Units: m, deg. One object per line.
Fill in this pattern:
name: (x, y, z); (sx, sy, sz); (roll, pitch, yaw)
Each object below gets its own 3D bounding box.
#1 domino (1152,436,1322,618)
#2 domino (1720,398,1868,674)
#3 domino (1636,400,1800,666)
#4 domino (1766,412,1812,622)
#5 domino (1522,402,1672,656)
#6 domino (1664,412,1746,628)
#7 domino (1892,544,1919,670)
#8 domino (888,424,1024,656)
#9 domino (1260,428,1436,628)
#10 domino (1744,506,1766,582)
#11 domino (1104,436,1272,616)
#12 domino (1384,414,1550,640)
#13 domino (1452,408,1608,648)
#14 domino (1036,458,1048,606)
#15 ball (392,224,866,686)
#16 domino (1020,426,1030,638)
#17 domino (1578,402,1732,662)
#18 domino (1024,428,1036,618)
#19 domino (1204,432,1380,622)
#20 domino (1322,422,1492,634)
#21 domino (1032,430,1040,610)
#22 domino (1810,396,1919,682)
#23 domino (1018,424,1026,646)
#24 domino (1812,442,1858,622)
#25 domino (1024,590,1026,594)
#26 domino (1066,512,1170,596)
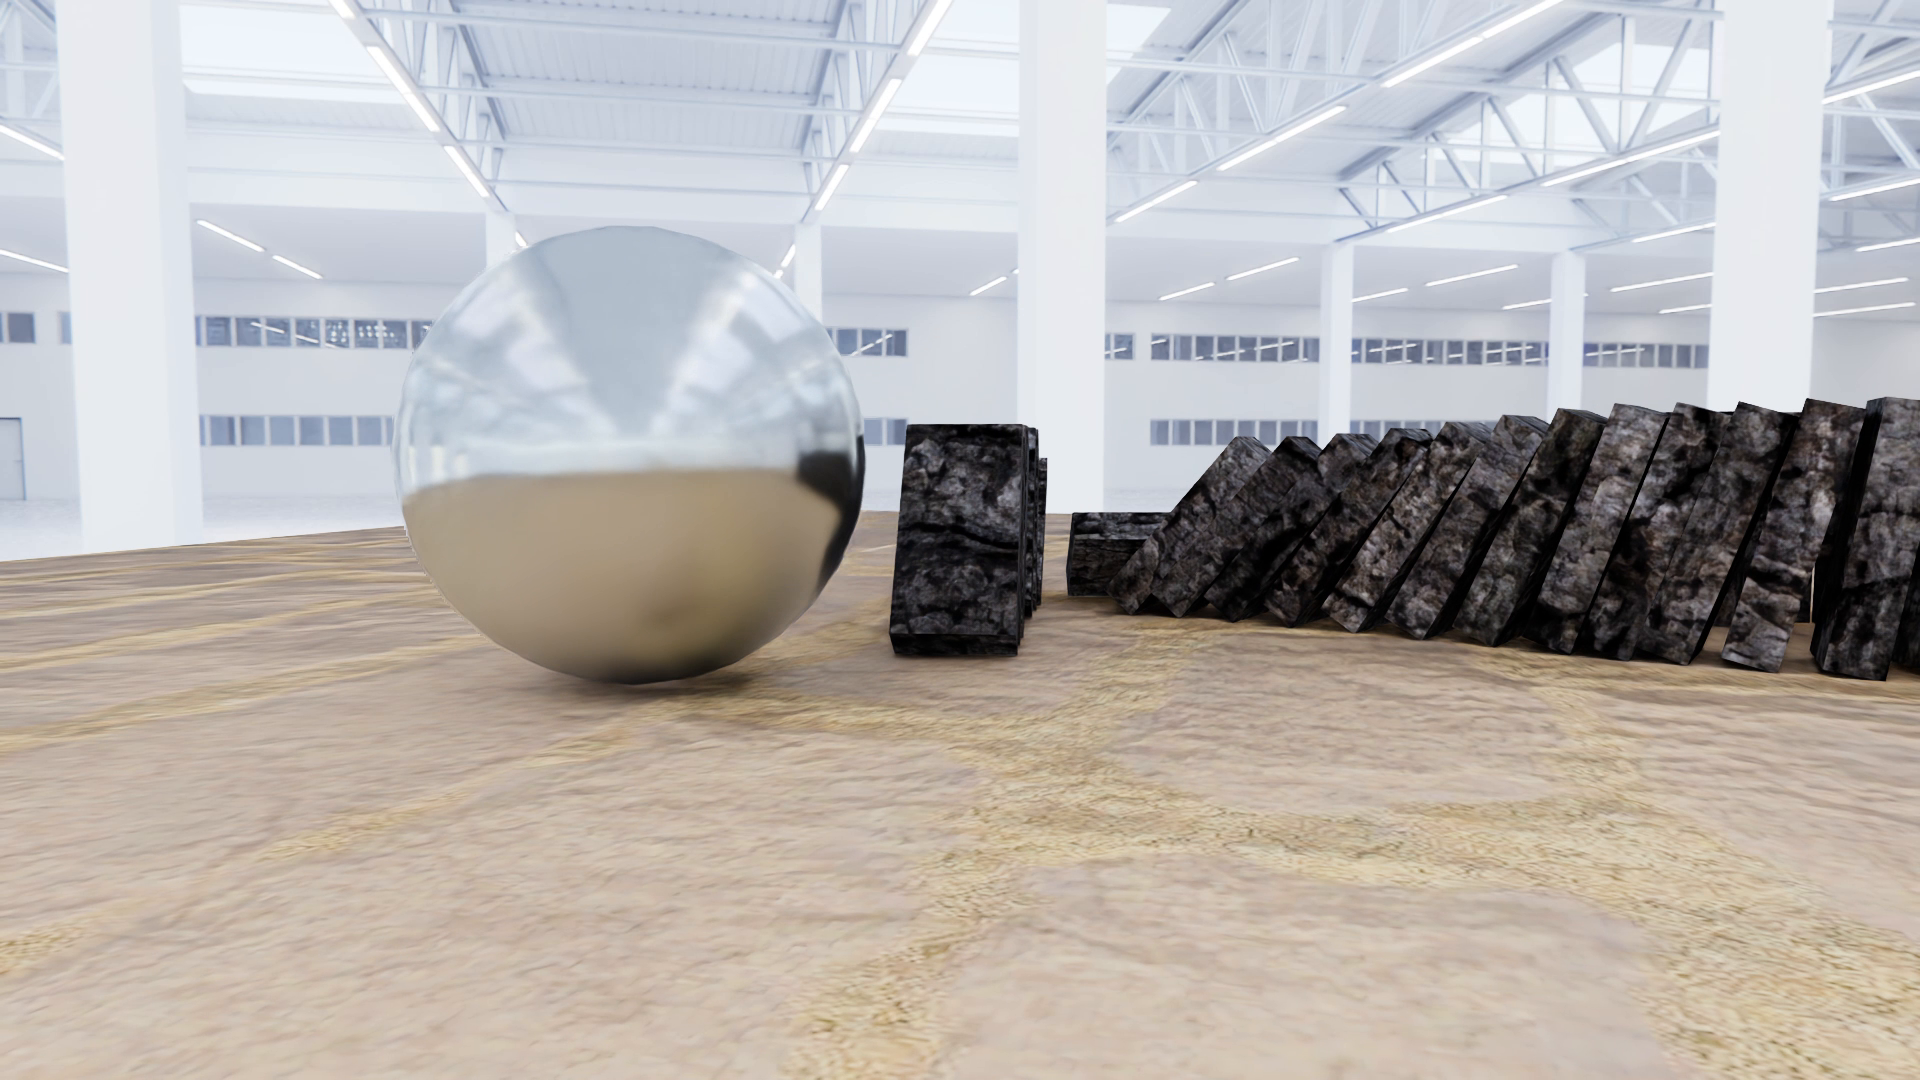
domino: (0.070, -0.003, 0.317); (0.010, 0.050, 0.025); (44, 20, 16)
domino: (0.160, -0.001, 0.245); (0.010, 0.050, 0.025); (19, 14, 32)
domino: (0.149, -0.002, 0.252); (0.010, 0.050, 0.025); (25, 17, 32)
domino: (0.200, -0.006, 0.316); (0.009, 0.050, 0.025); (1, 4, 11)
domino: (0.133, -0.002, 0.264); (0.009, 0.050, 0.025); (25, 18, 34)
domino: (0.173, -0.005, 0.307); (0.025, 0.050, 0.009); (4, 6, 40)
domino: (0.184, 0.000, 0.235); (0.009, 0.050, 0.025); (8, 5, 9)
domino: (0.000, -0.001, 0.268); (0.025, 0.050, 0.009); (0, -30, 5)
domino: (0.093, -0.003, 0.298); (0.009, 0.050, 0.025); (44, 27, 26)
domino: (0.185, -0.006, 0.318); (0.009, 0.050, 0.025); (-1, 4, -13)
domino: (0.059, -0.004, 0.323); (0.010, 0.050, 0.025); (43, 19, 14)
domino: (0.114, -0.003, 0.281); (0.009, 0.050, 0.025); (36, 24, 31)
domino: (0.124, -0.003, 0.272); (0.009, 0.050, 0.025); (31, 22, 33)
domino: (0.011, -0.004, 0.354); (0.025, 0.009, 0.050); (2, 43, 5)
ball: (-0.057, -0.014, 0.227); (0.080, 0.080, 0.080); (0, 4, 0)
domino: (0.002, -0.003, 0.291); (0.025, 0.050, 0.009); (0, -30, 5)
domino: (0.141, -0.002, 0.257); (0.010, 0.050, 0.025); (25, 17, 32)
domino: (0.006, -0.005, 0.325); (0.025, 0.050, 0.010); (0, -30, 5)
domino: (0.082, -0.003, 0.307); (0.010, 0.050, 0.025); (45, 26, 22)
domino: (0.103, -0.003, 0.290); (0.009, 0.050, 0.025); (41, 27, 29)
domino: (0.008, -0.006, 0.337); (0.025, 0.050, 0.009); (0, -31, 5)
domino: (0.171, -0.001, 0.239); (0.009, 0.050, 0.025); (12, 9, 27)
domino: (0.001, -0.002, 0.279); (0.025, 0.050, 0.010); (0, -30, 5)
domino: (0.214, -0.006, 0.311); (0.009, 0.050, 0.025); (3, 5, 34)
domino: (0.003, -0.004, 0.302); (0.025, 0.050, 0.009); (0, -30, 5)
domino: (0.055, 0.004, 0.352); (0.050, 0.010, 0.025); (0, -40, -1)
